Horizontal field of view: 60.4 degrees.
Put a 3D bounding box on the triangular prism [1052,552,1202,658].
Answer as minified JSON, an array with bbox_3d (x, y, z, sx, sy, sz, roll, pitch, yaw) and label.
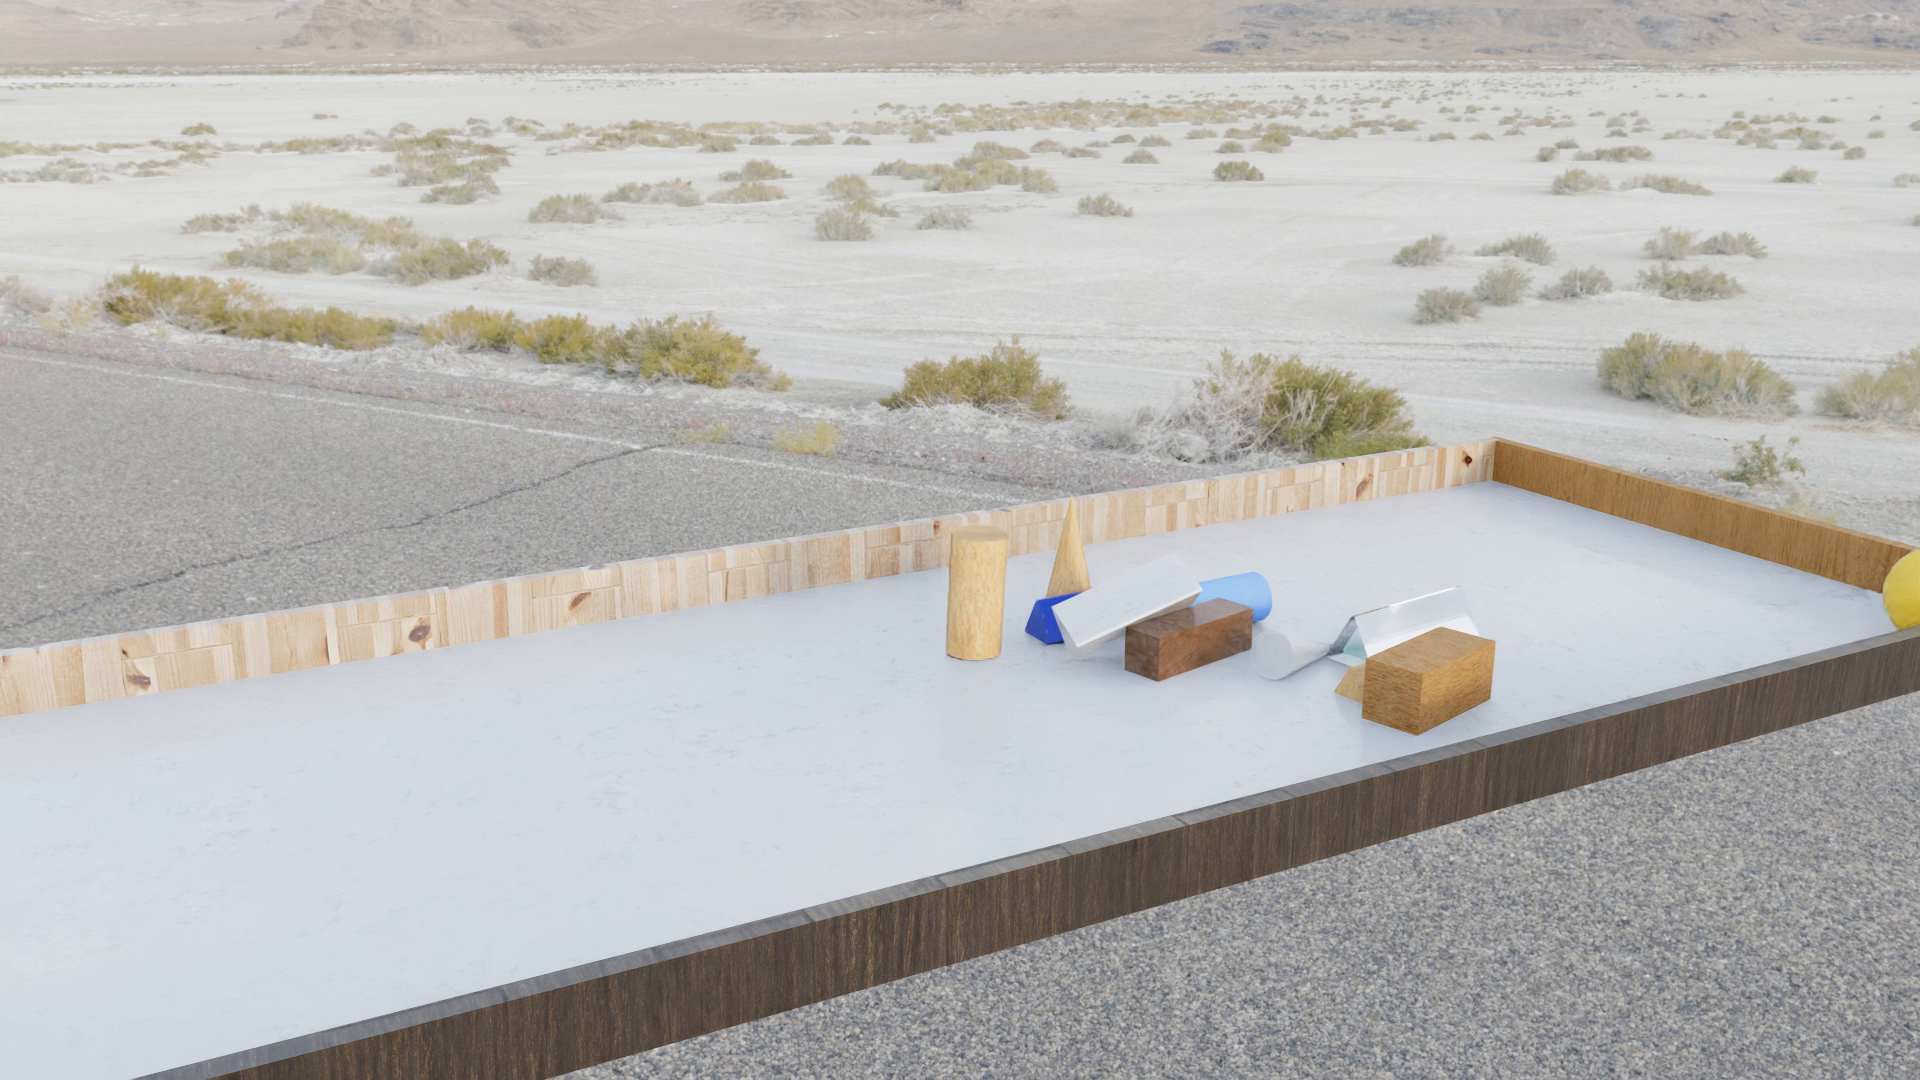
[{"bbox_3d":[0.425,0.160,4.265,0.357,0.133,0.154,-24,-14,-8],"label":"triangular prism"}]

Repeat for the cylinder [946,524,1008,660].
[{"bbox_3d":[0.043,0.135,4.304,0.148,0.325,0.148,3,18,-1],"label":"cylinder"}]

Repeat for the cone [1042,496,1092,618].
[{"bbox_3d":[0.309,0.037,4.616,0.155,0.345,0.155,0,16,0],"label":"cone"}]

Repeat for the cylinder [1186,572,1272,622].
[{"bbox_3d":[0.660,0.182,4.491,0.375,0.137,0.137,-9,19,-29],"label":"cylinder"}]

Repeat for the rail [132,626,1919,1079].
[{"bbox_3d":[-2.336,1.006,1.665,12.000,0.150,0.050,-9,18,-27],"label":"rail"}]

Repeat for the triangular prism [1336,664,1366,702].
[{"bbox_3d":[1.100,0.318,4.132,0.371,0.076,0.088,-12,20,-35],"label":"triangular prism"}]

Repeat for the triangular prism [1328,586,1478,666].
[{"bbox_3d":[1.180,0.222,4.354,0.432,0.131,0.152,-11,20,-34],"label":"triangular prism"}]

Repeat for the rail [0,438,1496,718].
[{"bbox_3d":[-3.305,0.497,3.399,12.000,0.150,0.050,-9,18,-27],"label":"rail"}]

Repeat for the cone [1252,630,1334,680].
[{"bbox_3d":[0.902,0.286,4.272,0.125,0.125,0.337,15,12,42],"label":"cone"}]

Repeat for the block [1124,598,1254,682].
[{"bbox_3d":[0.597,0.255,4.281,0.364,0.116,0.116,-14,21,-39],"label":"block"}]

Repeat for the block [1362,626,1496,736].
[{"bbox_3d":[1.125,0.333,3.952,0.329,0.151,0.151,-15,22,-41],"label":"block"}]

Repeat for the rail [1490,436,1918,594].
[{"bbox_3d":[2.466,-0.048,5.253,0.050,0.150,2.100,-9,18,-27],"label":"rail"}]

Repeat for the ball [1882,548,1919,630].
[{"bbox_3d":[2.594,0.150,4.361,0.272,0.272,0.272,0,16,0],"label":"ball"}]
